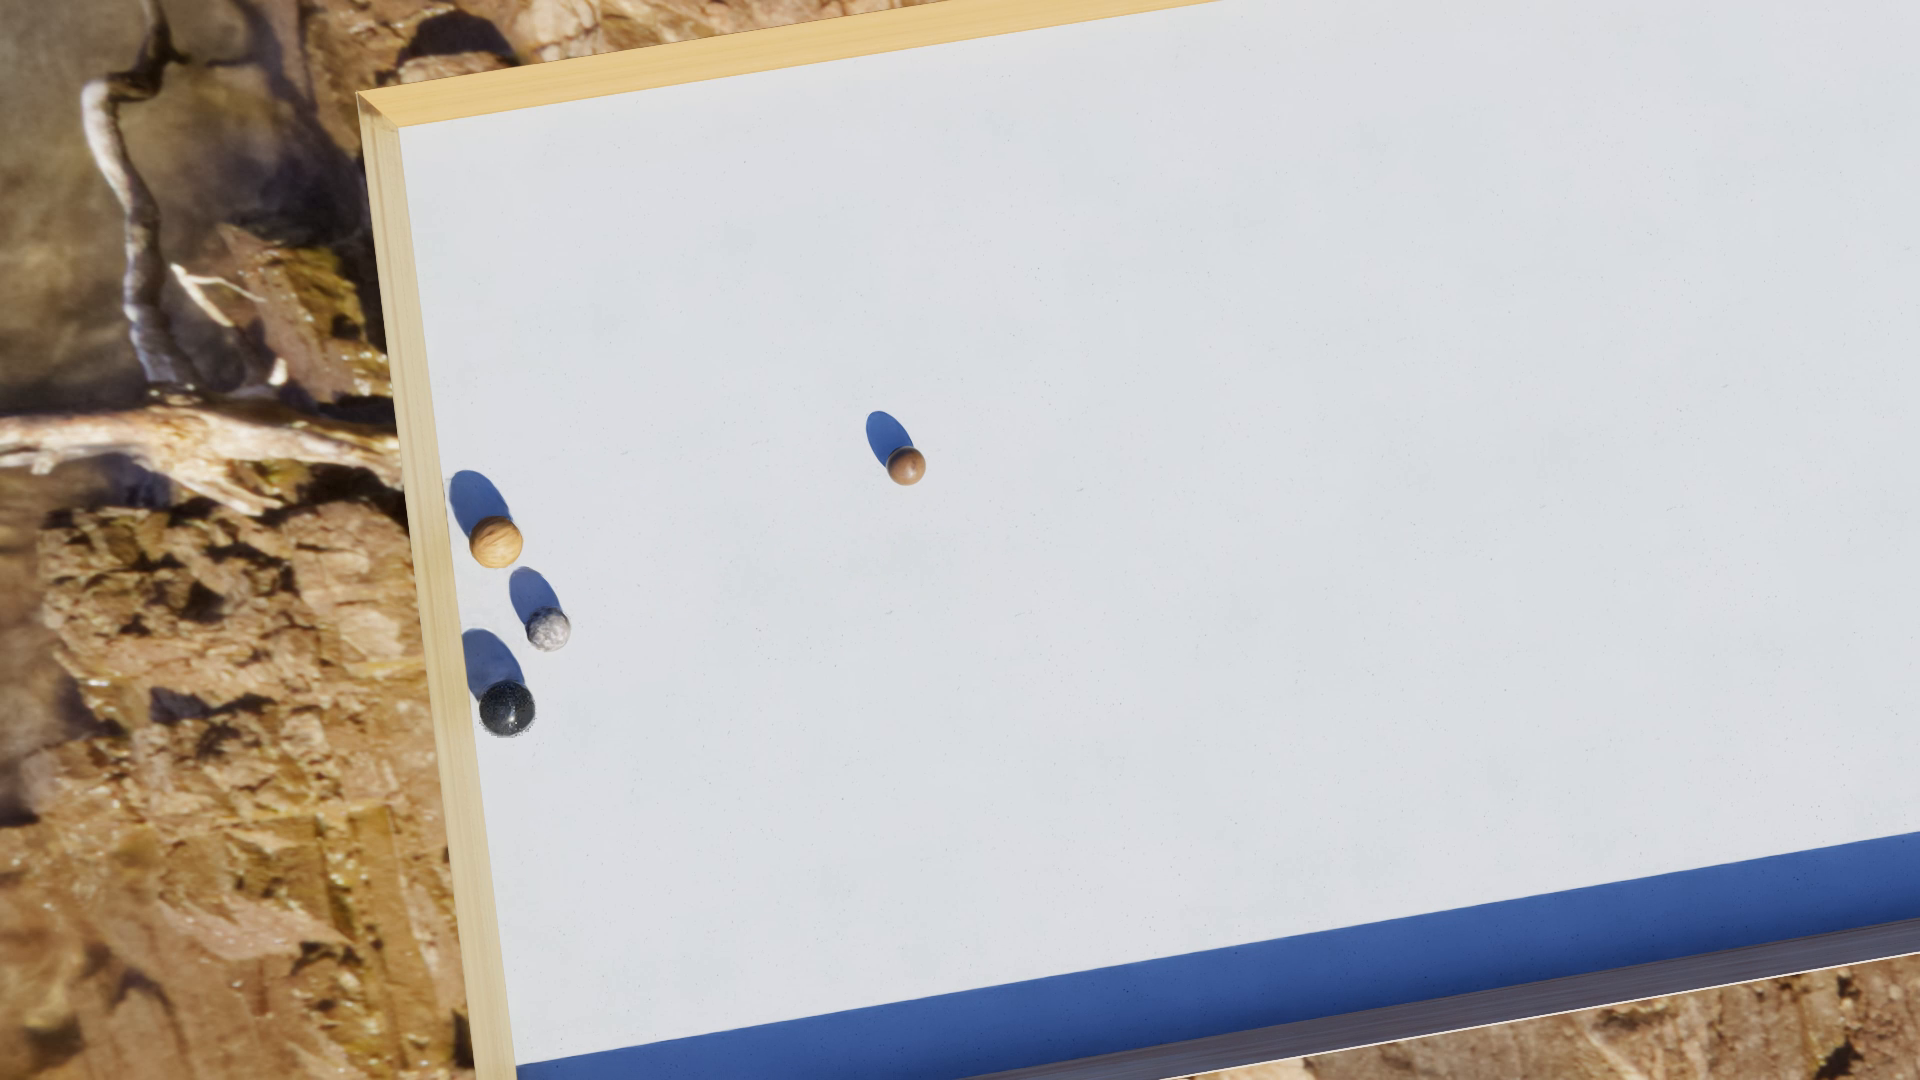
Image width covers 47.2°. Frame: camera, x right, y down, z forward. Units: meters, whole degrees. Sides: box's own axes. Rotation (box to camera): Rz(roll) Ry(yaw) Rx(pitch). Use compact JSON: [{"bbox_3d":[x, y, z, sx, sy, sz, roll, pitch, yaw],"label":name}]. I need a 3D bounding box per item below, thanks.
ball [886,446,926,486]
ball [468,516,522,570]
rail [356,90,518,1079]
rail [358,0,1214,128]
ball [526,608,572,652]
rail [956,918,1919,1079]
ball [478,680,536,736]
[{"bbox_3d":[-0.081,-0.111,3.308,0.061,0.061,0.061,0,80,0],"label":"ball"},{"bbox_3d":[-0.692,0.004,3.279,0.079,0.079,0.079,0,80,0],"label":"ball"},{"bbox_3d":[-0.760,0.119,3.243,0.045,0.107,1.634,-9,80,-2],"label":"rail"},{"bbox_3d":[0.656,-0.901,3.424,3.177,0.107,0.045,-9,80,-2],"label":"rail"},{"bbox_3d":[-0.611,0.133,3.263,0.066,0.066,0.066,0,80,0],"label":"ball"},{"bbox_3d":[0.912,0.641,3.151,3.177,0.107,0.045,-9,80,-2],"label":"rail"},{"bbox_3d":[-0.666,0.248,3.234,0.082,0.082,0.082,0,80,0],"label":"ball"}]
